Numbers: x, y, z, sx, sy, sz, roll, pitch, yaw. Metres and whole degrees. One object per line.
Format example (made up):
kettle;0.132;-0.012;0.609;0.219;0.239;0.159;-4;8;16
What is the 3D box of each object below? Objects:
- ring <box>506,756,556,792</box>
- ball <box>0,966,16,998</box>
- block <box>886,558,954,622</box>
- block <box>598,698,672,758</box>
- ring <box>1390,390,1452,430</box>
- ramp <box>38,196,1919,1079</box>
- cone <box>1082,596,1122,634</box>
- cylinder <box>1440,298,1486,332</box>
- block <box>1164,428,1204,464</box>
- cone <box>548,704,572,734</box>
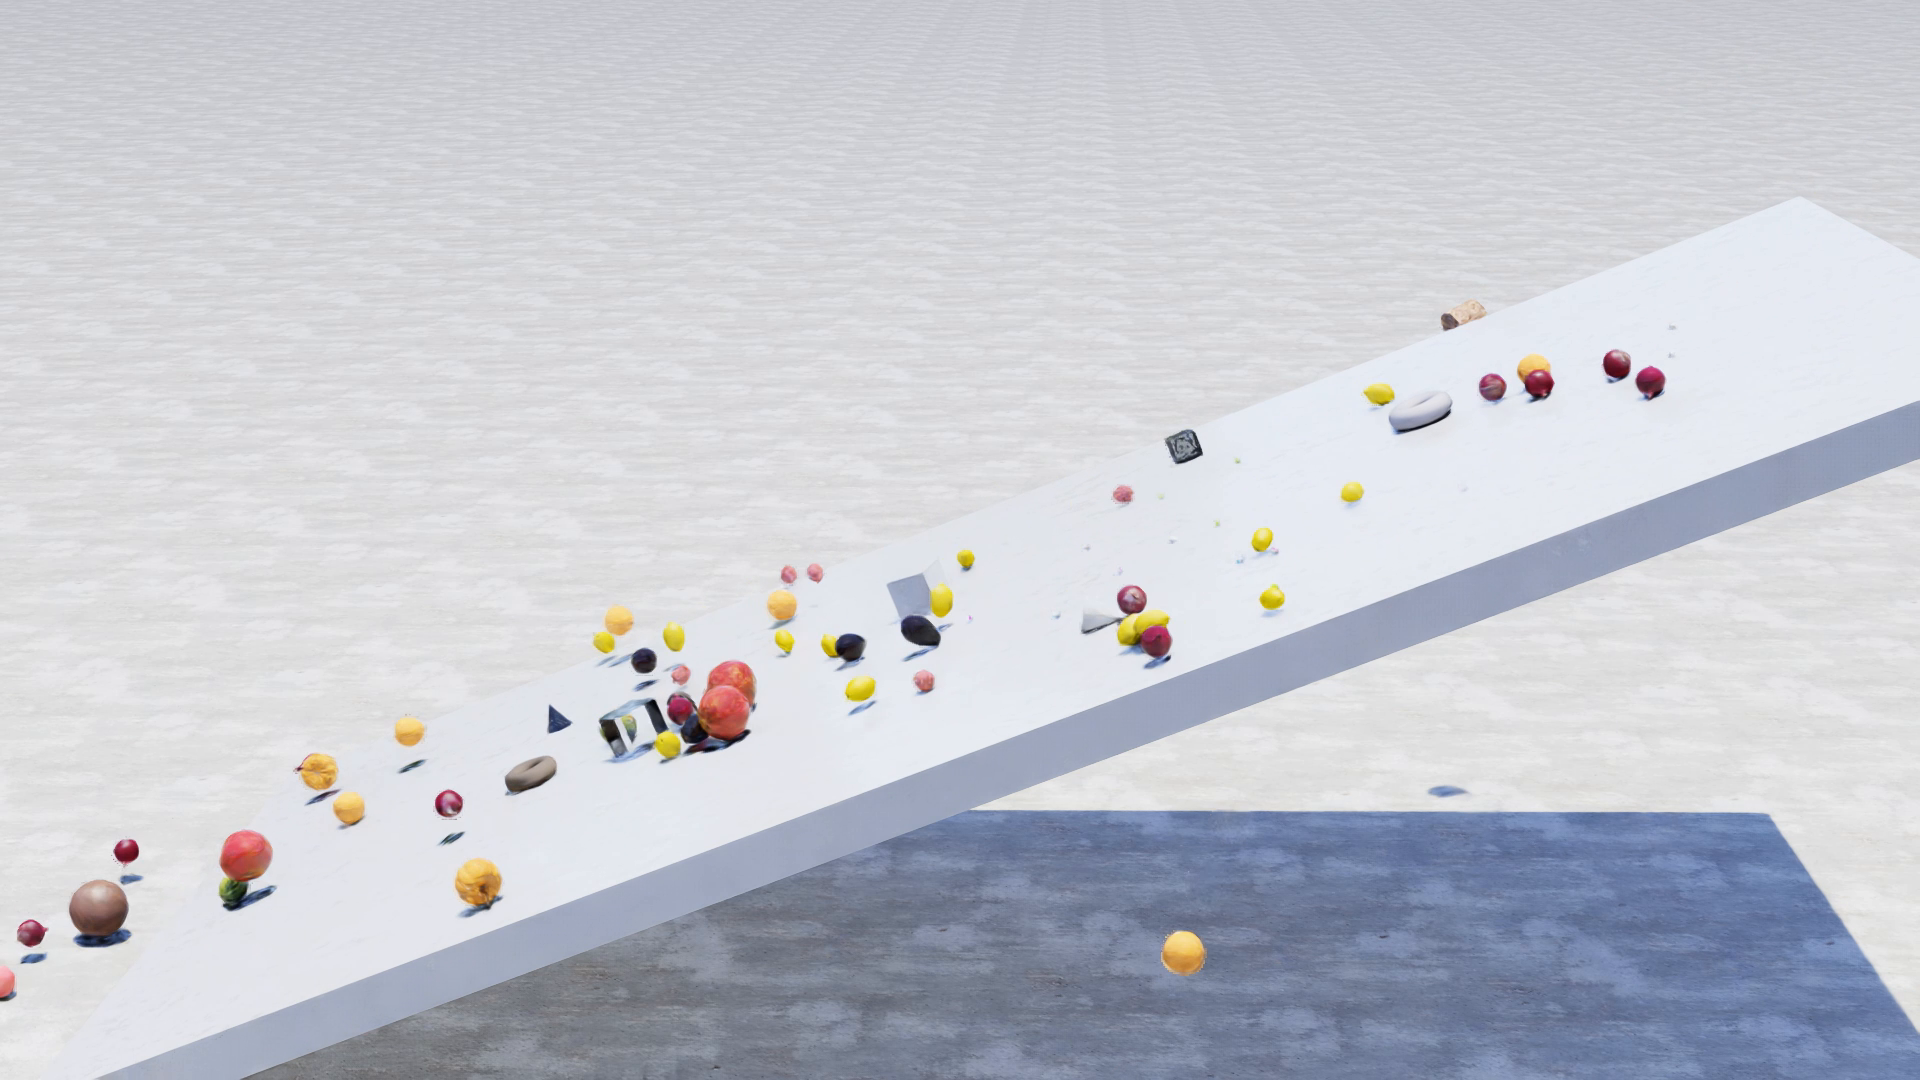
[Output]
ring;-0.933;0.508;6.398;0.121;0.040;0.121;-21;13;5
ball;-2.065;0.948;6.317;0.070;0.070;0.070;0;14;0
block;-0.088;0.110;6.478;0.095;0.095;0.095;-17;13;26
block;-0.695;0.403;6.294;0.095;0.095;0.095;-31;15;-35
ring;0.994;-0.280;6.346;0.141;0.047;0.141;-23;12;5
ramp;0.124;0.173;6.290;4.000;0.100;2.000;-21;12;7
cone;0.281;0.151;5.779;0.078;0.078;0.078;6;14;5
cylinder;1.246;-0.541;7.265;0.082;0.082;0.082;-30;24;-17
block;0.525;-0.219;6.893;0.060;0.060;0.060;-24;12;-10
cone;-0.937;0.406;6.796;0.062;0.062;0.062;-21;12;5
